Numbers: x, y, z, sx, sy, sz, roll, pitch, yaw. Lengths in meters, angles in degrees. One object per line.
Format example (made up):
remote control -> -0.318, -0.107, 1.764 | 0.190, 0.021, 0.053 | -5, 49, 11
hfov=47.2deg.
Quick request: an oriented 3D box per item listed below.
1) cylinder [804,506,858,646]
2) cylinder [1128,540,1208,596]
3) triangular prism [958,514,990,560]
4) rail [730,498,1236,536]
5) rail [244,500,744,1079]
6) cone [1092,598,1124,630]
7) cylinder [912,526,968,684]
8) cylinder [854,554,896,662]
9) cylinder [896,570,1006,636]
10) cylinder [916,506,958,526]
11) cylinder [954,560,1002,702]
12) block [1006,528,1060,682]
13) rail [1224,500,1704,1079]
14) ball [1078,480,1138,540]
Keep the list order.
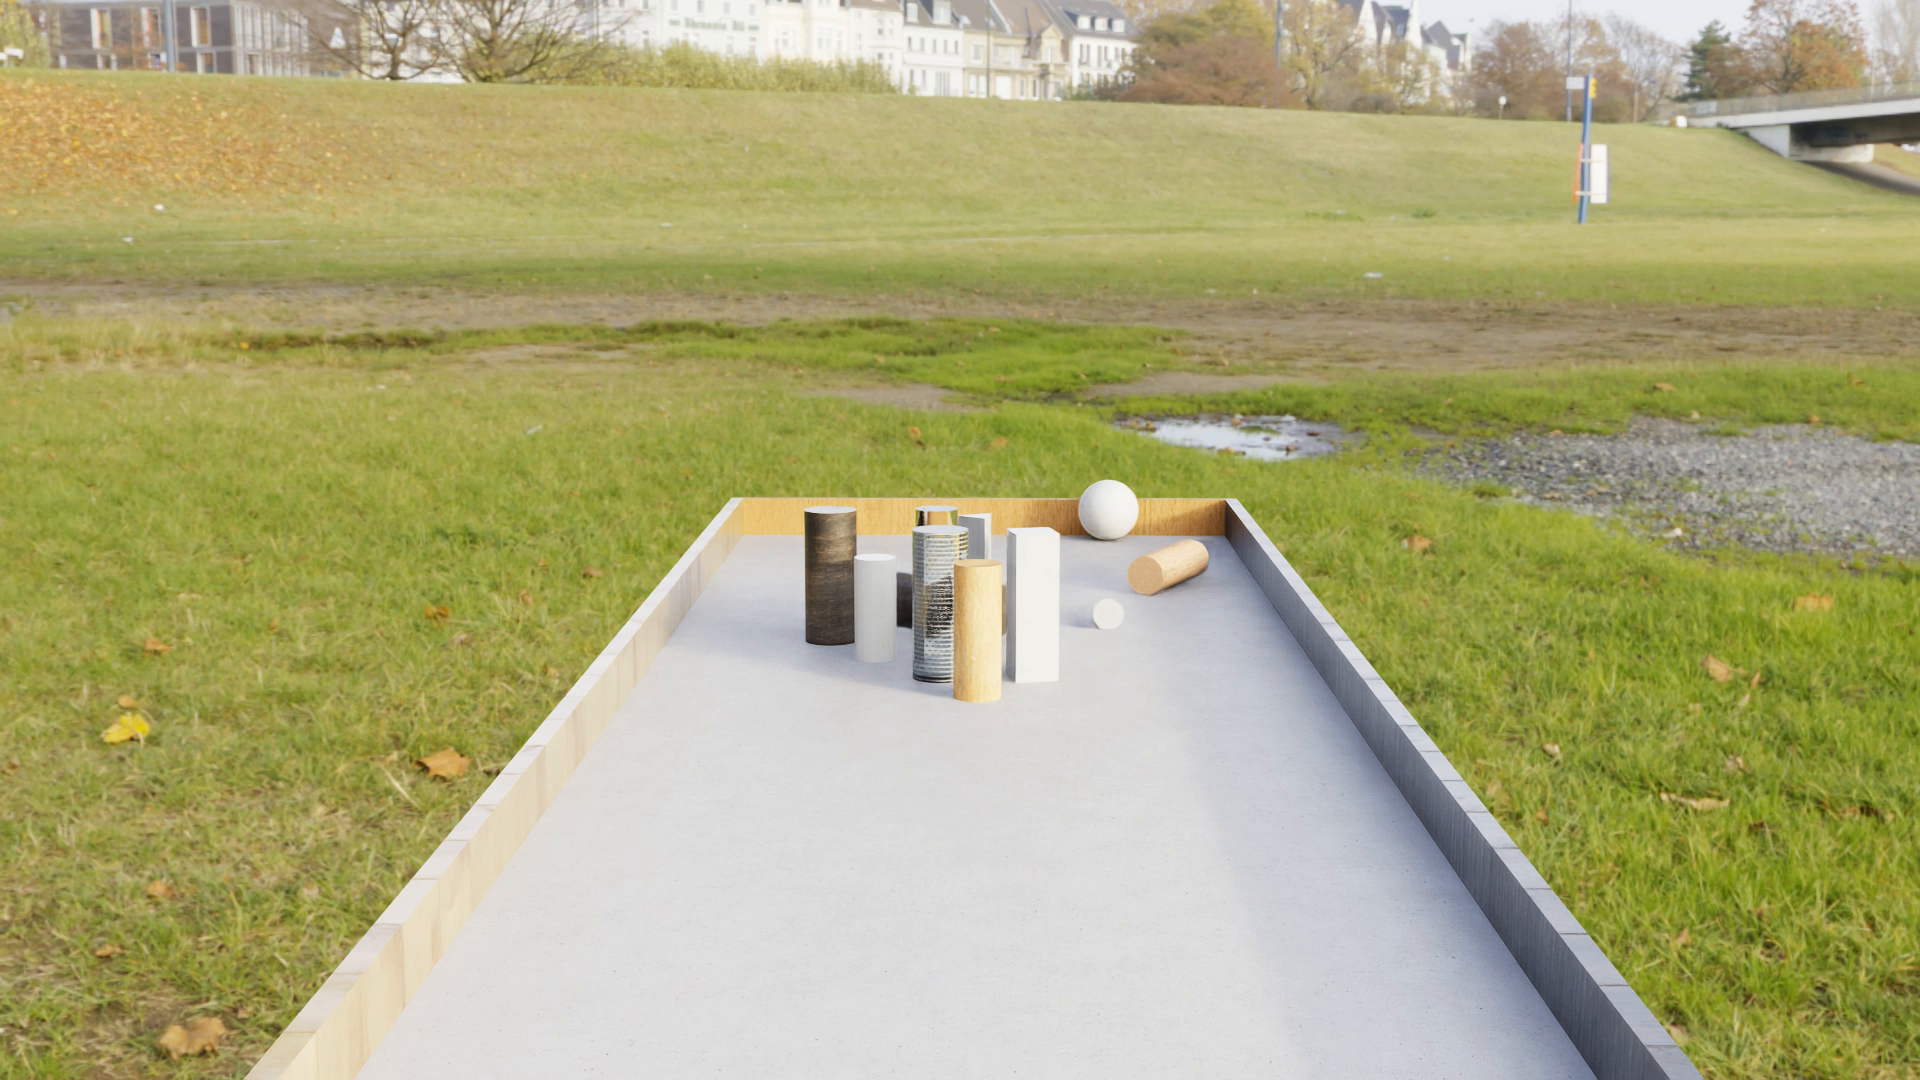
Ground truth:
cylinder -> -0.408, 0.112, 6.961 | 0.166, 0.420, 0.166 | 0, 9, 0
cylinder -> 0.756, 0.098, 7.954 | 0.137, 0.137, 0.437 | 5, 10, 27
triangular prism -> 0.064, 0.146, 6.665 | 0.106, 0.446, 0.092 | 7, 11, 38
rail -> 0.099, -0.098, 9.147 | 2.100, 0.150, 0.050 | 0, 9, 1
rail -> -1.004, 0.839, 3.234 | 0.050, 0.150, 12.000 | 0, 9, 1
cone -> 0.503, 0.231, 7.387 | 0.102, 0.102, 0.445 | 1, 2, 5
cylinder -> -0.058, 0.186, 6.432 | 0.164, 0.440, 0.164 | 0, 9, 0
cylinder -> -0.258, 0.207, 6.705 | 0.129, 0.313, 0.129 | 0, 9, 0
cylinder -> -0.050, 0.205, 7.170 | 0.452, 0.170, 0.170 | 7, 11, 36
cylinder -> -0.073, 0.112, 6.937 | 0.134, 0.428, 0.134 | 0, 9, 0
cylinder -> 0.050, 0.254, 6.183 | 0.136, 0.383, 0.136 | 0, 9, 0
block -> 0.212, 0.189, 6.430 | 0.128, 0.435, 0.128 | -2, 9, -12
rail -> 1.046, 0.843, 3.208 | 0.050, 0.150, 12.000 | 0, 9, 1
ball -> 0.607, -0.122, 8.985 | 0.249, 0.249, 0.249 | 0, 9, 0
